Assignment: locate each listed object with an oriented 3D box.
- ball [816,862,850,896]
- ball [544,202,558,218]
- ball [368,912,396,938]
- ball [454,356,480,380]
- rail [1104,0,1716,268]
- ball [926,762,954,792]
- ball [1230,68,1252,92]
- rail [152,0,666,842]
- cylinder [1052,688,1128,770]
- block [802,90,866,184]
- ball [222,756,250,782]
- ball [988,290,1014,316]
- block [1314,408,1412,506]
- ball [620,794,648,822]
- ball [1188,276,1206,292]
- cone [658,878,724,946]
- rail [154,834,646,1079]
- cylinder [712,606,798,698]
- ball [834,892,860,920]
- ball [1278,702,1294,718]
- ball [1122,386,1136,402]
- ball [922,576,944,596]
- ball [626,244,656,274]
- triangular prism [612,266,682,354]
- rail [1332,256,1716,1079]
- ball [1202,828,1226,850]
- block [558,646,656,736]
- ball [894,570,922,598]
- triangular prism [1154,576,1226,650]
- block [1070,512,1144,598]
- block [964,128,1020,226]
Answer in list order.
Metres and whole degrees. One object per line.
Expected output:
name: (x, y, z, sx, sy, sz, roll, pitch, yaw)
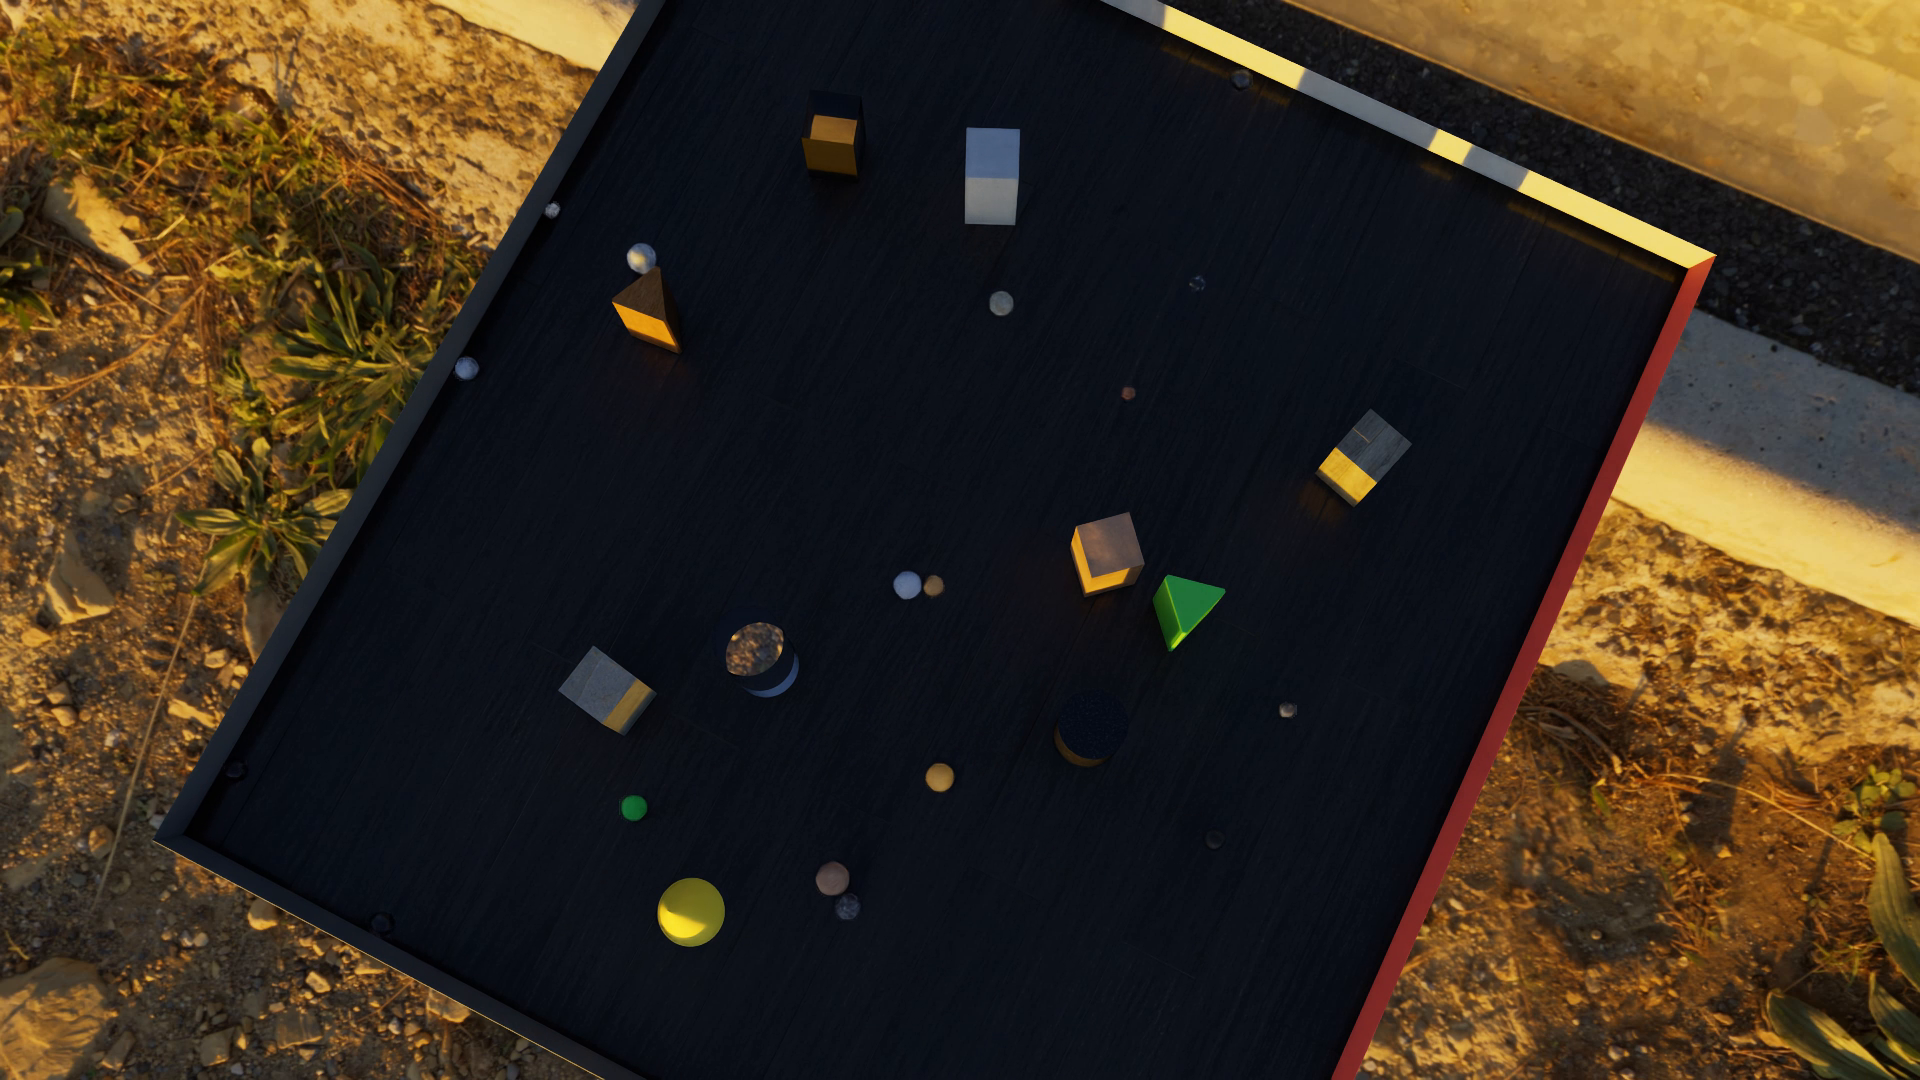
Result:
ball: (-0.372, 0.992, 5.361, 0.099, 0.099, 0.099, 0, 78, 0)
ball: (-1.296, -1.044, 5.808, 0.049, 0.049, 0.049, 0, 78, 0)
ball: (-1.686, 1.123, 5.344, 0.078, 0.078, 0.078, 0, 78, 0)
ball: (-1.531, -0.534, 5.689, 0.074, 0.074, 0.074, 0, 78, 0)
rail: (0.815, -1.590, 5.879, 3.386, 0.129, 0.045, 26, 80, 5)
ball: (-0.058, 0.703, 5.428, 0.085, 0.085, 0.085, 0, 78, 0)
ball: (0.902, -1.477, 5.886, 0.071, 0.071, 0.071, 0, 78, 0)
rail: (-1.493, -0.724, 5.700, 0.045, 0.129, 3.693, 26, 80, 5)
cylinder: (0.376, 0.553, 5.327, 0.199, 0.344, 0.199, 0, 78, 0)
block: (-0.391, -1.257, 5.723, 0.159, 0.302, 0.159, 8, 78, 2)
ball: (-2.150, 0.682, 5.437, 0.076, 0.076, 0.076, 0, 78, 0)
ball: (0.128, -0.741, 5.730, 0.078, 0.078, 0.078, 0, 78, 0)
block: (1.207, -0.243, 5.502, 0.159, 0.322, 0.159, 42, 81, 8)
ball: (-0.962, 0.791, 5.413, 0.078, 0.078, 0.078, 0, 78, 0)
ball: (0.745, -0.805, 5.756, 0.053, 0.053, 0.053, 0, 78, 0)
cone: (-0.791, 1.051, 5.180, 0.199, 0.430, 0.199, 0, 78, 0)
rail: (-0.815, 1.603, 5.218, 3.386, 0.129, 0.045, 26, 80, 5)
cylinder: (-0.586, 0.327, 5.297, 0.199, 0.493, 0.199, 0, 78, 0)
ball: (-0.328, 1.070, 5.355, 0.078, 0.078, 0.078, 0, 78, 0)
ball: (0.978, 0.510, 5.486, 0.048, 0.048, 0.048, 0, 78, 0)
ball: (0.523, -0.454, 5.688, 0.045, 0.045, 0.045, 0, 78, 0)
ball: (-0.080, 0.139, 5.555, 0.065, 0.065, 0.065, 0, 78, 0)
ball: (-0.999, -0.883, 5.752, 0.092, 0.092, 0.092, 0, 78, 0)
triangular prism: (-0.926, -0.716, 5.601, 0.172, 0.321, 0.149, 21, 79, 4)
rail: (1.493, 0.738, 5.397, 0.045, 0.129, 3.693, 26, 80, 5)
ball: (0.749, 0.882, 5.400, 0.067, 0.067, 0.067, 0, 78, 0)
block: (-1.023, 0.443, 5.345, 0.159, 0.352, 0.159, 36, 81, 7)
ball: (-0.159, 0.136, 5.545, 0.085, 0.085, 0.085, 0, 78, 0)
triangular prism: (0.642, 0.190, 5.390, 0.149, 0.367, 0.172, 44, 82, 8)
block: (0.434, 0.047, 5.442, 0.159, 0.324, 0.159, -15, 79, -3)
block: (0.098, -1.118, 5.659, 0.159, 0.371, 0.159, 2, 78, 0)
